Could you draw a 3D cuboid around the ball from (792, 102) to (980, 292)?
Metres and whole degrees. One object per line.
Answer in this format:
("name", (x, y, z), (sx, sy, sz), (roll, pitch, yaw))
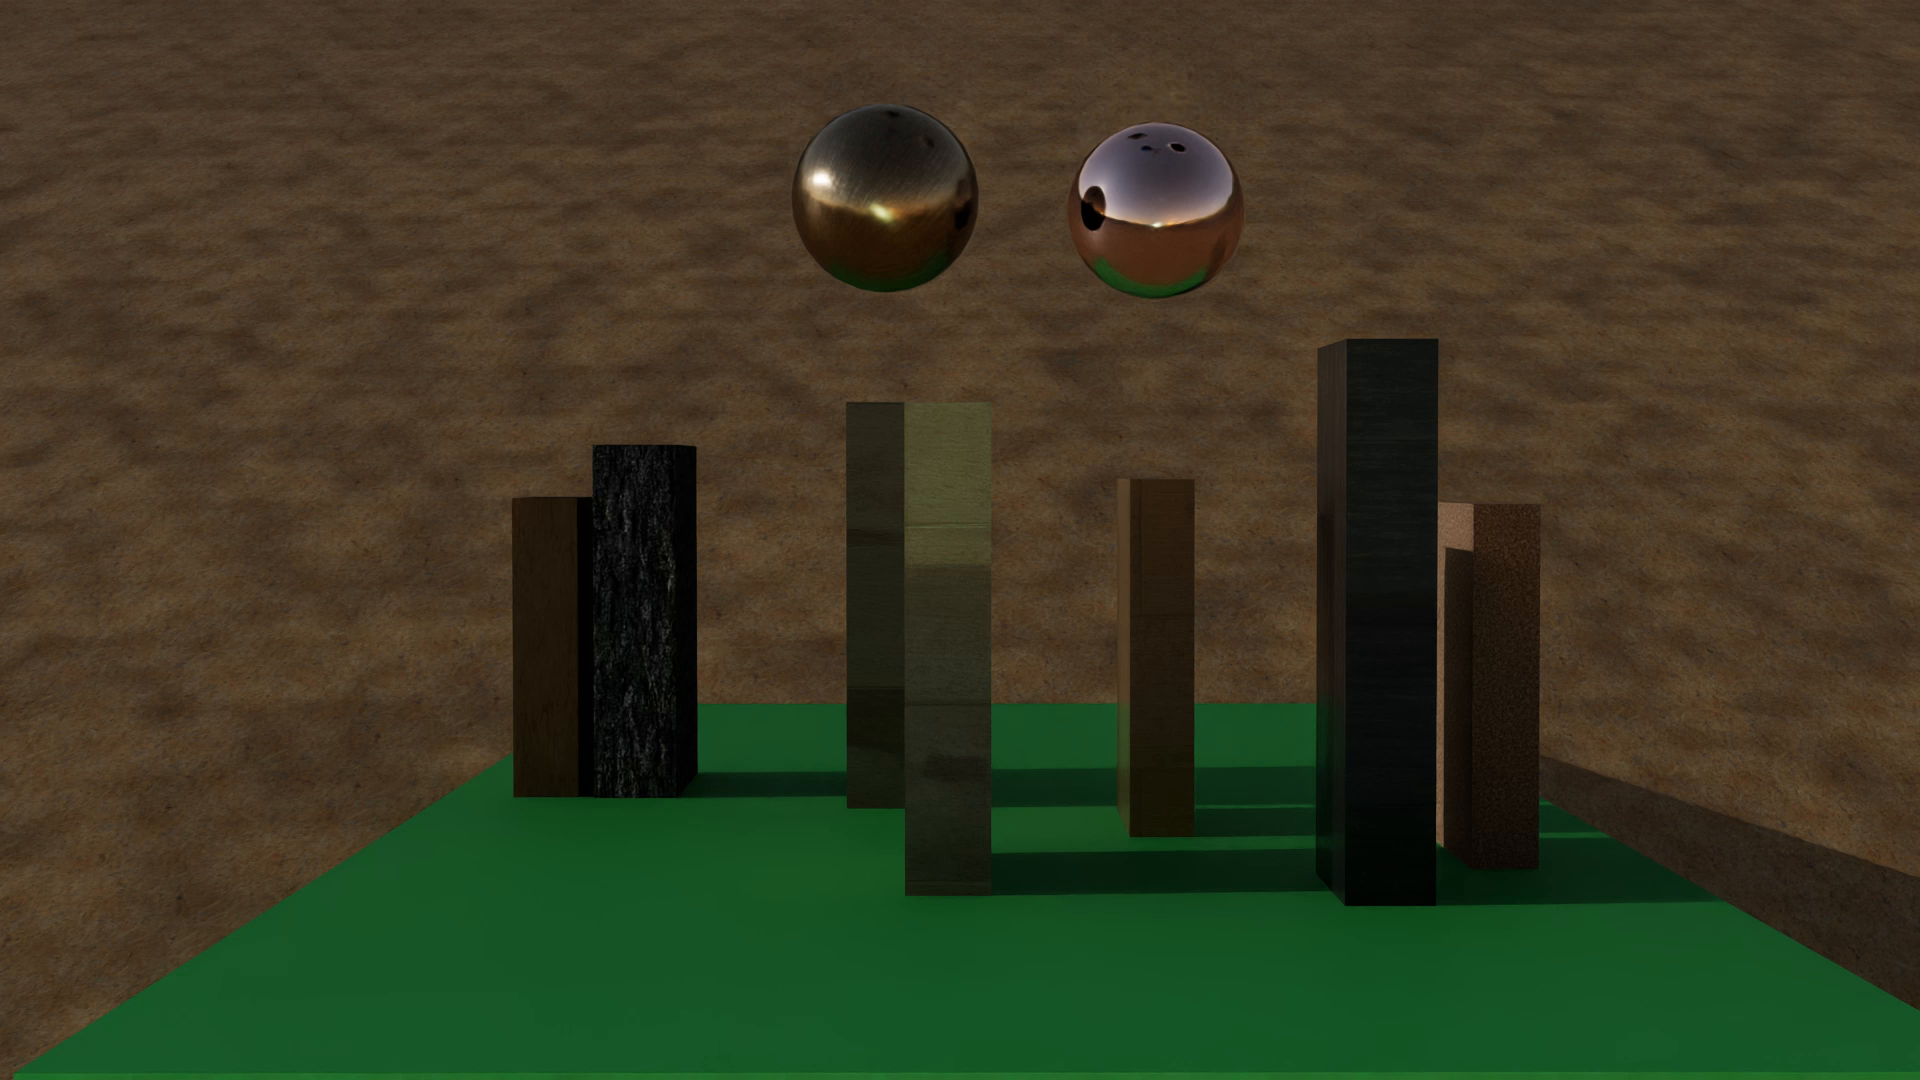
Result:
("ball", (-0.060, -0.274, 2.062), (0.150, 0.150, 0.150), (0, 25, 0))

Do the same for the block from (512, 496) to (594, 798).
("block", (-0.755, 0.193, 4.822), (0.118, 0.545, 0.261), (0, 2, 0))

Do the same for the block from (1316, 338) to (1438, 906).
("block", (0.589, 0.110, 3.663), (0.125, 0.775, 0.285), (0, 2, 0))

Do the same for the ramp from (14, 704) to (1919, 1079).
("ramp", (0.058, 0.522, 4.561), (2.000, 0.100, 4.000), (0, 2, 0))

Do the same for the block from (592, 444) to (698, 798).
("block", (-0.591, 0.143, 4.870), (0.150, 0.642, 0.384), (0, 2, 0))

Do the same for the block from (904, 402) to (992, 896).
("block", (-0.017, 0.148, 3.804), (0.121, 0.691, 0.393), (0, 2, 0))

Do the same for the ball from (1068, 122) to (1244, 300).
("ball", (0.159, -0.268, 2.096), (0.144, 0.144, 0.144), (0, 25, 0))

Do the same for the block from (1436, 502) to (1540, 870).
("block", (0.815, 0.215, 3.999), (0.100, 0.545, 0.306), (0, 2, 0))

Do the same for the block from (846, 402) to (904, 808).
("block", (-0.149, 0.109, 4.748), (0.102, 0.716, 0.429), (0, 2, 0))

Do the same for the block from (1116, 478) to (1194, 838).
("block", (0.328, 0.188, 4.349), (0.105, 0.581, 0.335), (0, 2, 0))
